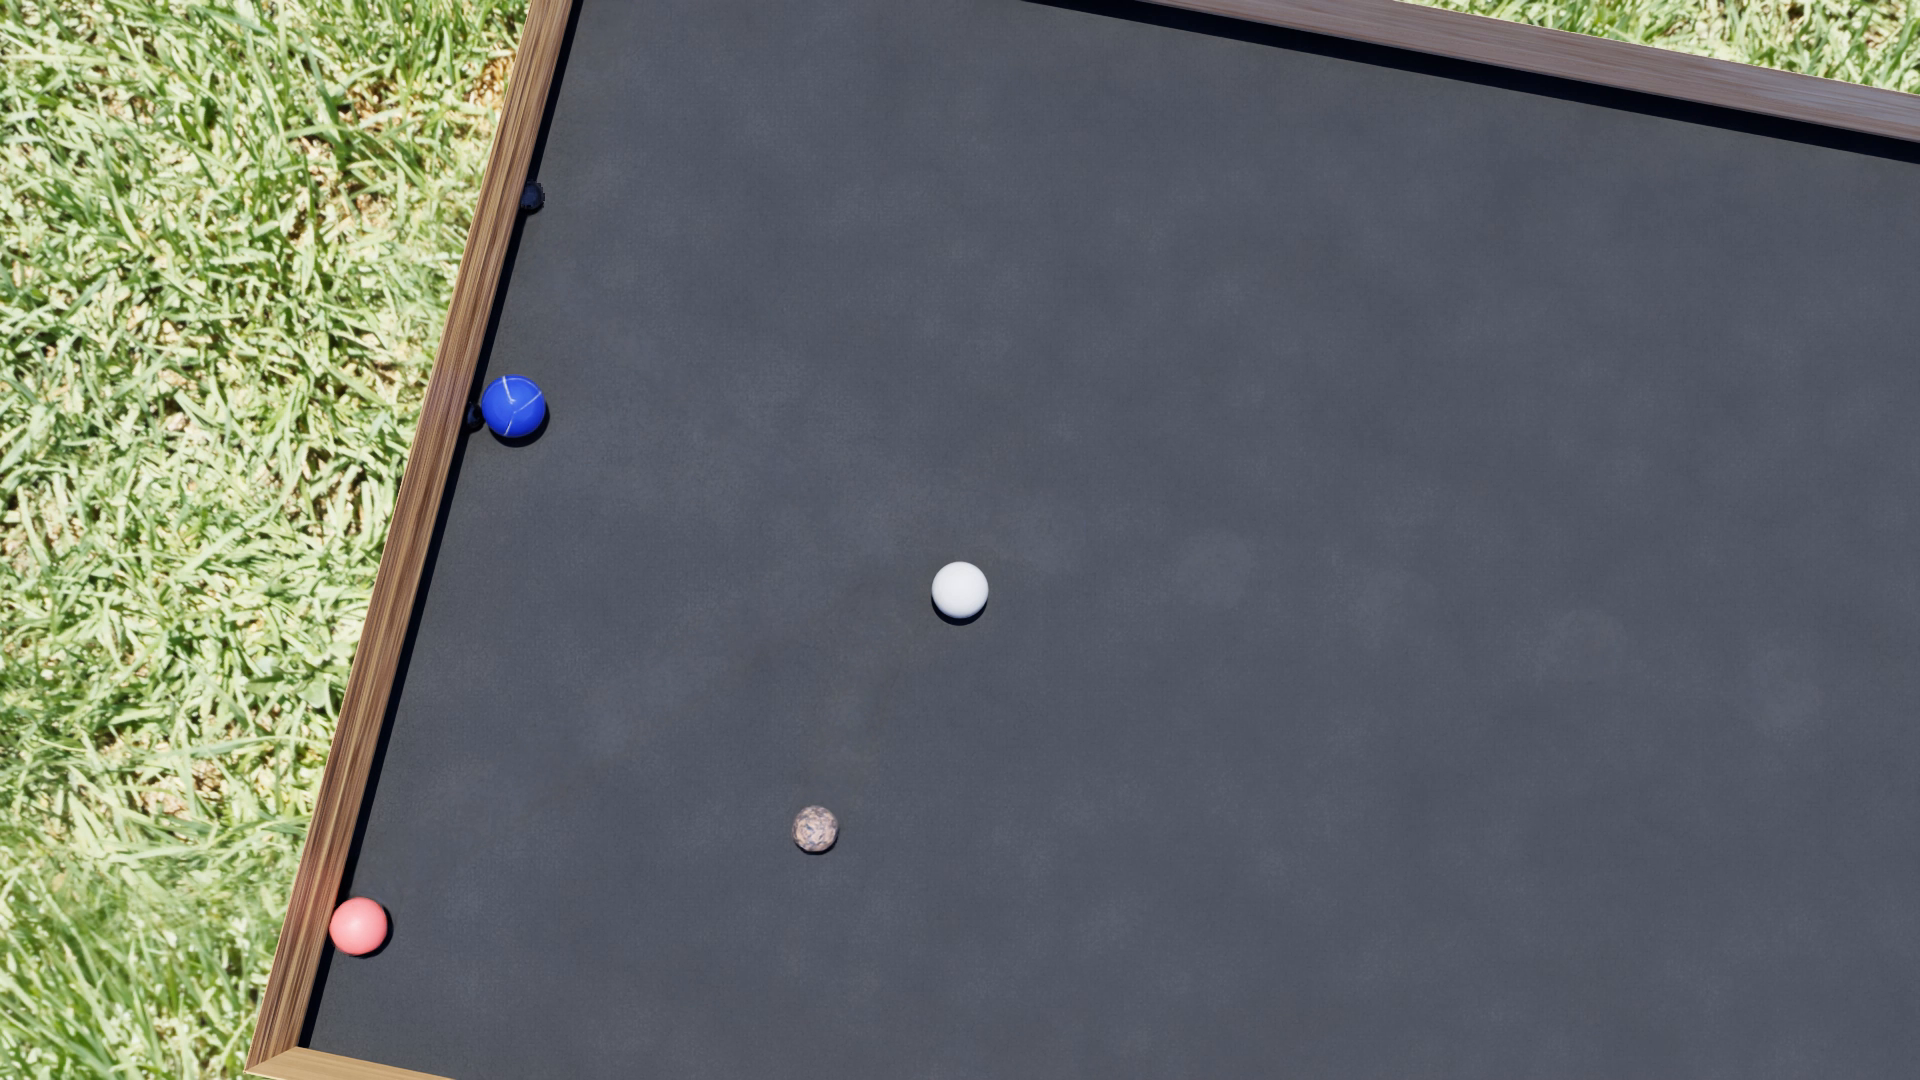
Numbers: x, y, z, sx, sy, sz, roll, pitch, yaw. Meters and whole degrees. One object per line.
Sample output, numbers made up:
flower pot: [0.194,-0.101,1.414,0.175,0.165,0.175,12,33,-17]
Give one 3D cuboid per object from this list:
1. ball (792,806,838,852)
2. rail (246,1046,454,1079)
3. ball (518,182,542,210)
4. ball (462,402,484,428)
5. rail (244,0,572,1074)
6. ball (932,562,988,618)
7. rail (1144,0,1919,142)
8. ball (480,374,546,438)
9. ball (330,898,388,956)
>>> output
ball: [-0.212,0.424,3.226,0.067,0.067,0.067,0,76,0]
rail: [0.624,1.045,3.044,3.294,0.126,0.045,11,77,3]
ball: [-0.681,-0.544,3.472,0.043,0.043,0.043,0,76,0]
ball: [-0.755,-0.192,3.389,0.040,0.040,0.040,0,76,0]
rail: [-0.784,-0.159,3.336,0.045,0.126,1.927,11,77,3]
ball: [0.000,0.075,3.301,0.086,0.086,0.086,0,76,0]
rail: [0.991,-0.746,3.478,3.294,0.126,0.045,11,77,3]
ball: [-0.683,-0.205,3.363,0.097,0.097,0.097,0,76,0]
ball: [-0.871,0.559,3.185,0.082,0.082,0.082,0,76,0]
